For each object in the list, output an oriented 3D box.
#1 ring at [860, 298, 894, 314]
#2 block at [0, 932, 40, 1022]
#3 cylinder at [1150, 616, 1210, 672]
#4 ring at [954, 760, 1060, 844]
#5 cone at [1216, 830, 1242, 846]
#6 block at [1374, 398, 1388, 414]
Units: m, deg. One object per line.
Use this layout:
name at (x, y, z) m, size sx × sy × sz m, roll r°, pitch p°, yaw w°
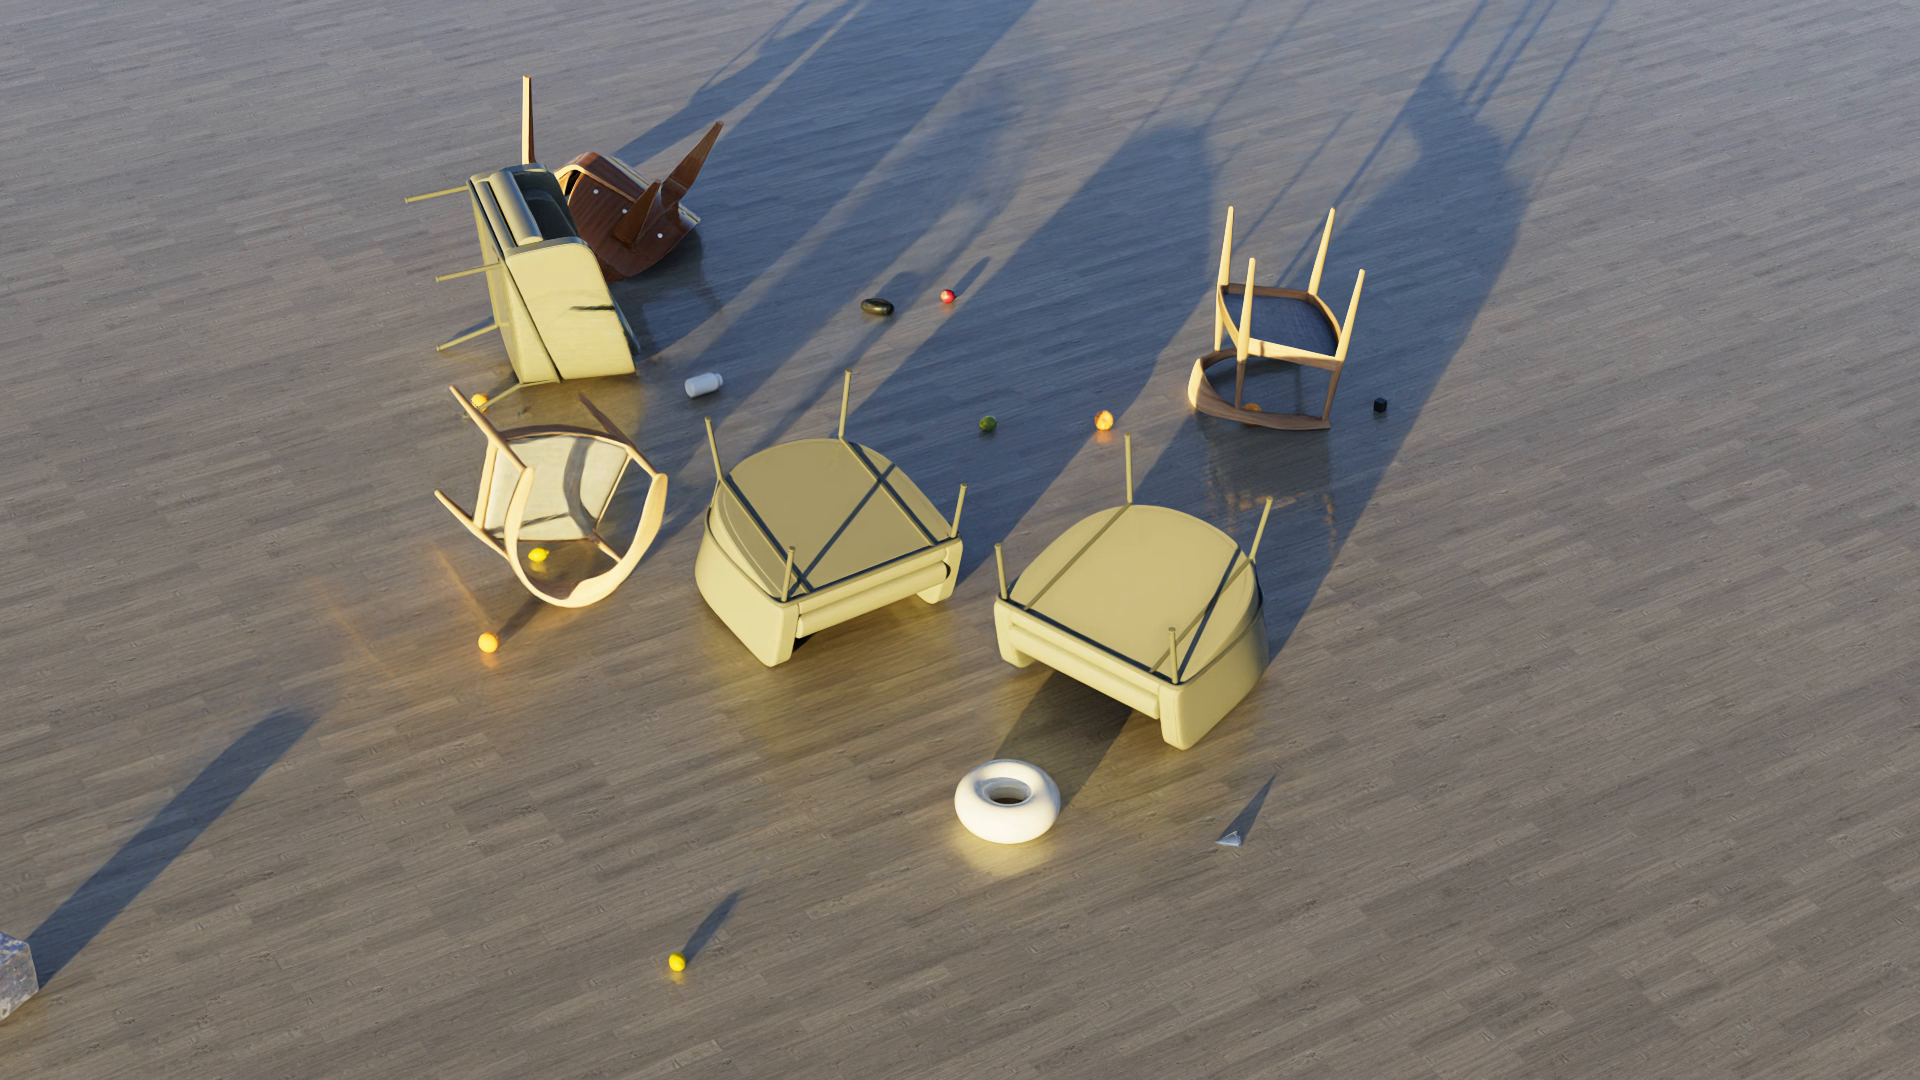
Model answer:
ring at (-0.349, -0.987, 12.401) m, size 0.145 × 0.046 × 0.083 m, roll 10°, pitch 33°, yaw 13°
block at (-2.919, 1.323, 8.770) m, size 0.163 × 0.183 × 0.247 m, roll 17°, pitch 37°, yaw 24°
cylinder at (0.769, 0.365, 10.274) m, size 0.180 × 0.128 × 0.148 m, roll -7°, pitch 40°, yaw -4°
ring at (0.155, 0.849, 9.537) m, size 0.345 × 0.135 × 0.348 m, roll -26°, pitch 43°, yaw -33°
cone at (0.858, 0.969, 9.451) m, size 0.085 × 0.054 × 0.053 m, roll -10°, pitch 33°, yaw 17°
block at (1.681, -0.539, 11.722) m, size 0.037 × 0.044 × 0.035 m, roll 28°, pitch 42°, yaw 35°
